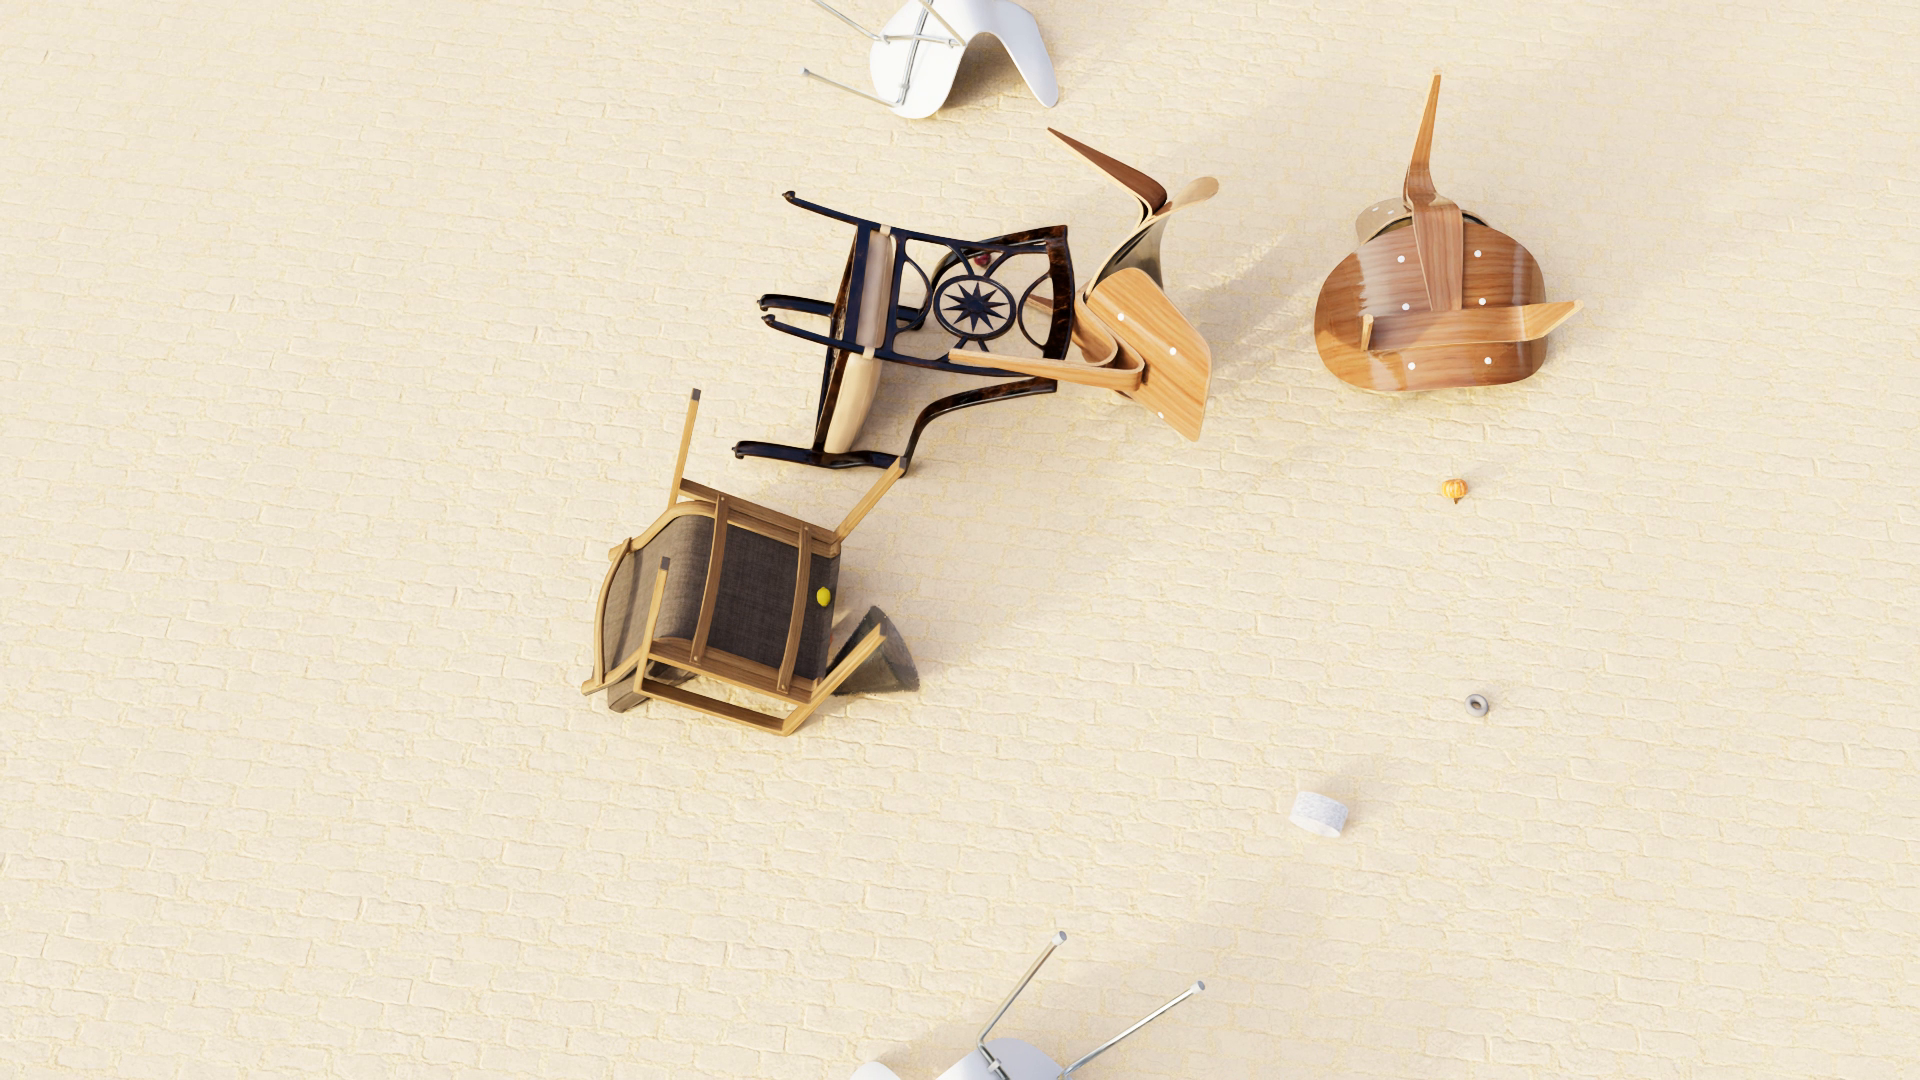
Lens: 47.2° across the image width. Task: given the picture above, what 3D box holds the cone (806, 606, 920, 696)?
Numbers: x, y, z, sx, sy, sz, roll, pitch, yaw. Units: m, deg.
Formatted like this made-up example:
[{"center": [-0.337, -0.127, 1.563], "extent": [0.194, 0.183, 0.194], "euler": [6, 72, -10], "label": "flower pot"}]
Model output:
[{"center": [-0.311, 0.377, 6.246], "extent": [0.297, 0.271, 0.273], "euler": [-28, 43, 11], "label": "cone"}]

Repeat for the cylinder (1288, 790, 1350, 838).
[{"center": [0.983, 0.752, 6.026], "extent": [0.146, 0.073, 0.080], "euler": [23, 74, 23], "label": "cylinder"}]

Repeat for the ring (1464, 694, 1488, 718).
[{"center": [1.465, 0.470, 6.239], "extent": [0.066, 0.033, 0.072], "euler": [-28, 62, -15], "label": "ring"}]

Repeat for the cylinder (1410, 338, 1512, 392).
[{"center": [1.564, -0.544, 6.861], "extent": [0.279, 0.129, 0.145], "euler": [-8, 44, -5], "label": "cylinder"}]
